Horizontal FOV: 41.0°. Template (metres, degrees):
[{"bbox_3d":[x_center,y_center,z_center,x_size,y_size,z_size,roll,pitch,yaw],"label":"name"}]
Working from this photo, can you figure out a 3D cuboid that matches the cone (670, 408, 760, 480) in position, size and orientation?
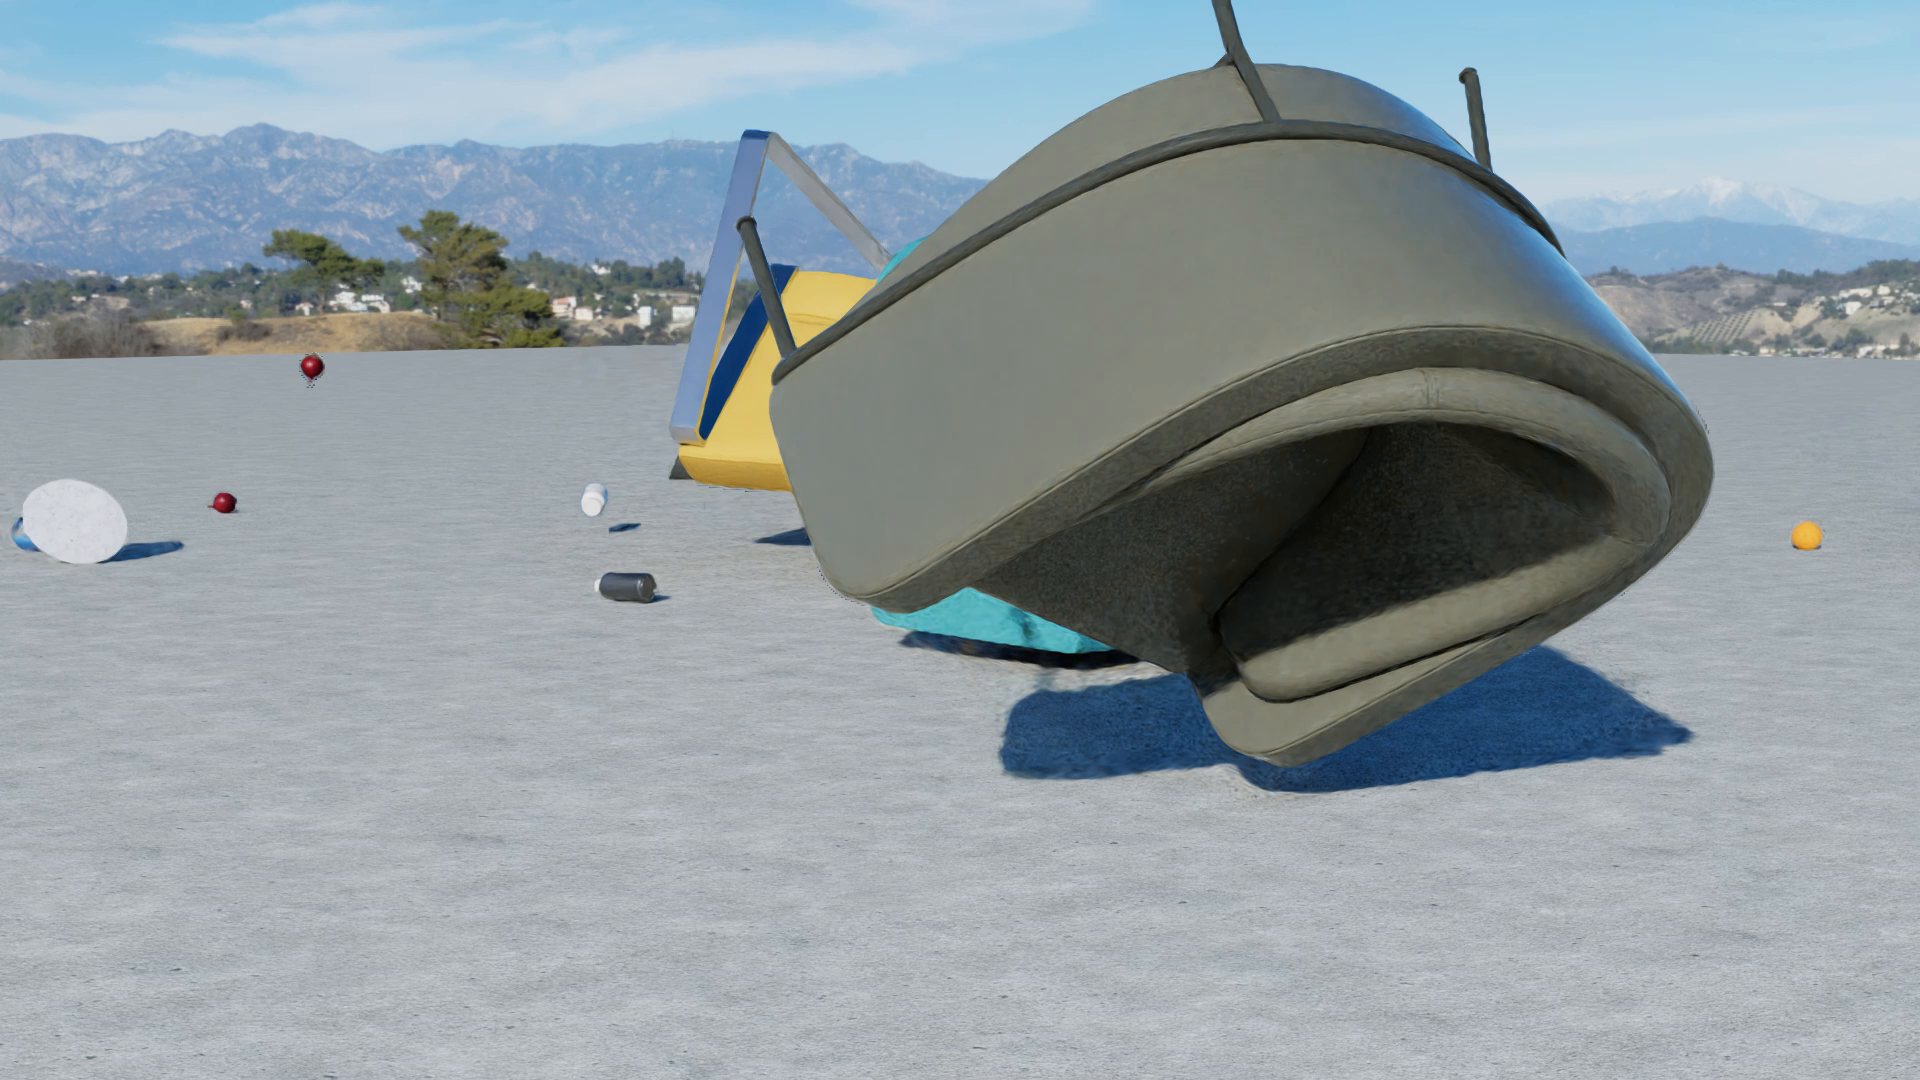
[{"bbox_3d":[-0.765,-0.252,8.285,0.269,0.228,0.317,26,-31,-4],"label":"cone"}]

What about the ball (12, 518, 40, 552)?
[{"bbox_3d":[-2.222,-0.016,6.135,0.089,0.089,0.089,0,6,0],"label":"ball"}]

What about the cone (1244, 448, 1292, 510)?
[{"bbox_3d":[0.883,-0.137,7.123,0.115,0.208,0.111,7,29,-48],"label":"cone"}]

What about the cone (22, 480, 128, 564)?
[{"bbox_3d":[-2.065,-0.002,5.983,0.247,0.152,0.213,37,53,6],"label":"cone"}]

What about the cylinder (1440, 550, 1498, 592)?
[{"bbox_3d":[1.070,0.064,5.392,0.100,0.064,0.112,-43,-16,26],"label":"cylinder"}]
